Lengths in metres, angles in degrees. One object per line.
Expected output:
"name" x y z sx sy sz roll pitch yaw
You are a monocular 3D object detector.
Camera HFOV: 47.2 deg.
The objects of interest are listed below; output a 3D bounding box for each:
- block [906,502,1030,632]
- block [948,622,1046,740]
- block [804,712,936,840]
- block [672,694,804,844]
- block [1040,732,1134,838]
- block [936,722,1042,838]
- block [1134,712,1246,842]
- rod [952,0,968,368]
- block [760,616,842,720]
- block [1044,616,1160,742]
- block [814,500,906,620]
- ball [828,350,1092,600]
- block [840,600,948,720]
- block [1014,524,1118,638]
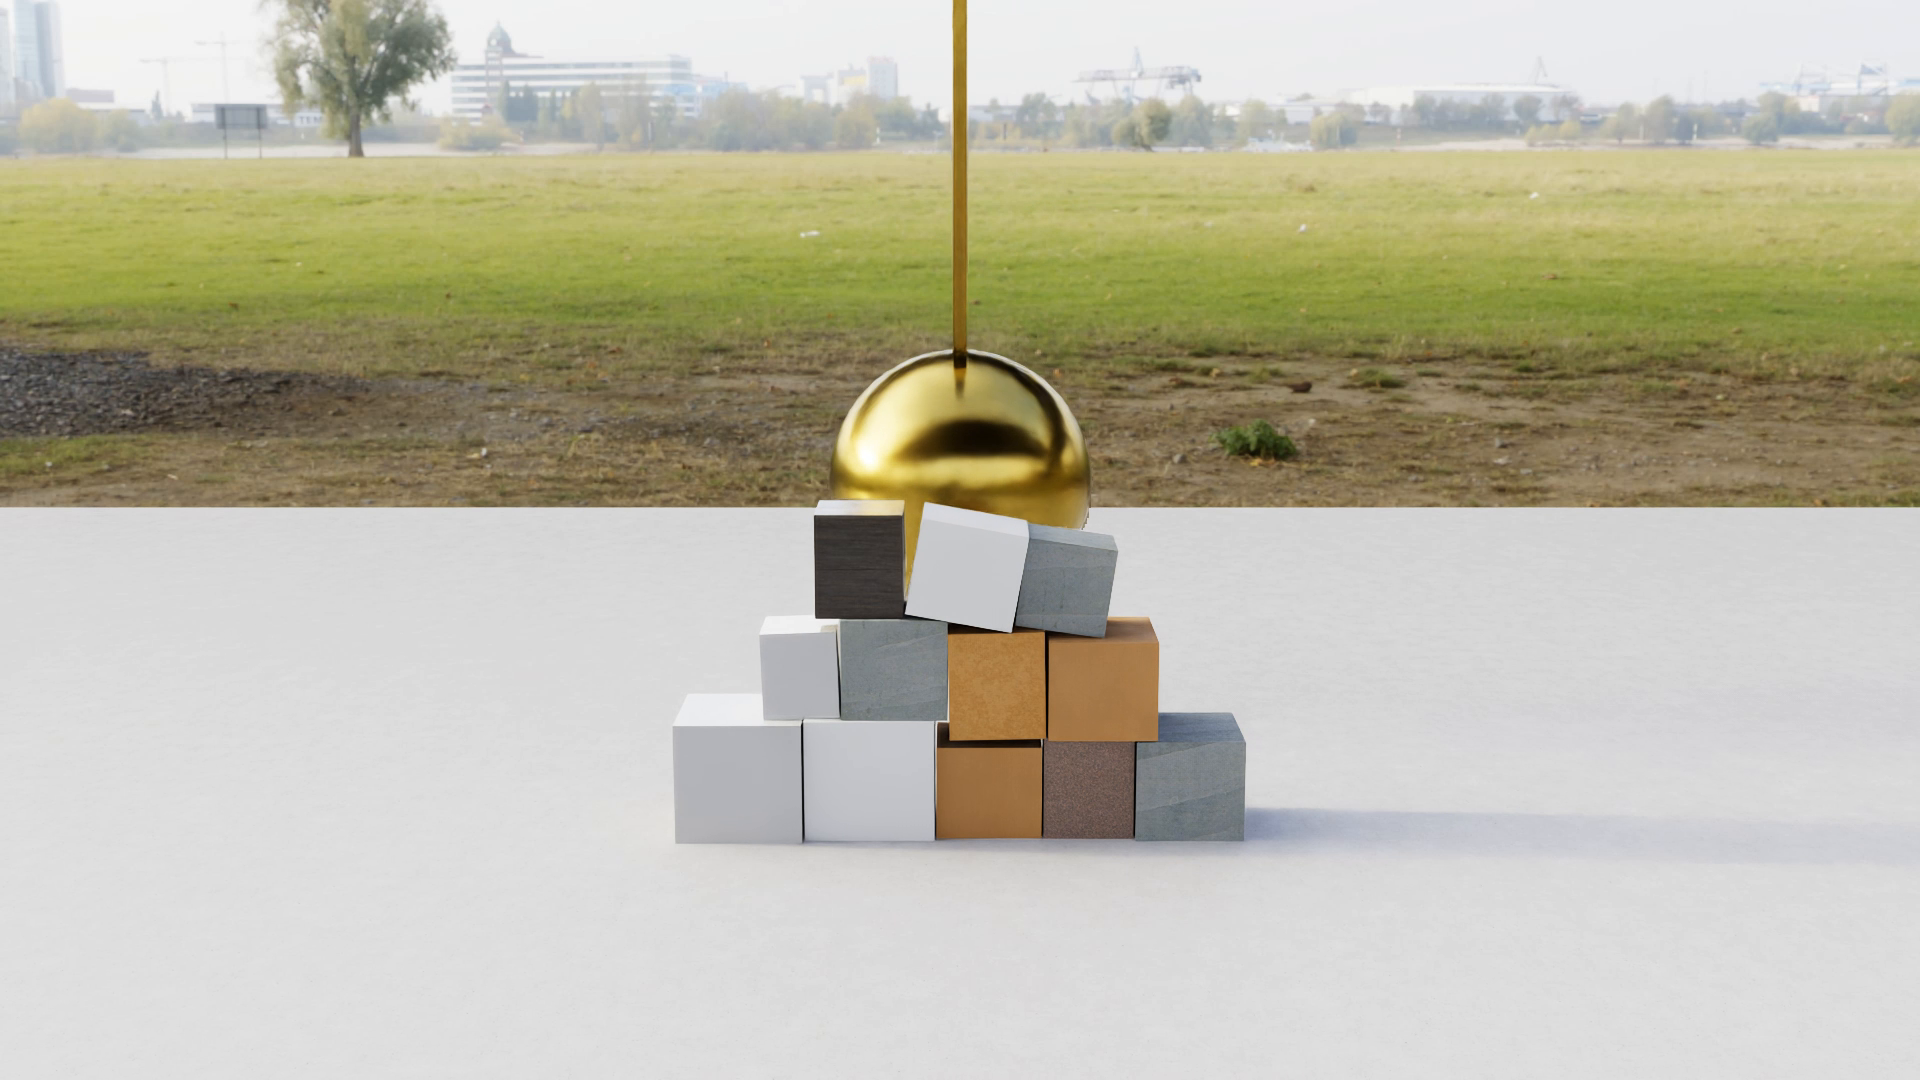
"block" 0.037 0.133 11.190 0.540 0.493 0.502 10 10 -1
"block" 0.186 0.690 11.308 0.487 0.547 0.533 -1 10 0
"block" -0.459 1.170 11.398 0.658 0.621 0.588 0 10 0
"block" -1.119 1.175 11.387 0.643 0.614 0.650 0 10 0
"block" 0.654 1.214 11.409 0.457 0.530 0.522 0 10 0
"block" 0.148 1.241 11.409 0.535 0.476 0.504 0 10 0
"block" 1.166 1.221 11.403 0.549 0.519 0.594 0 10 0
"rod" 0.000 -3.224 11.605 0.080 5.200 0.080 0 33 0
"block" -0.809 0.649 11.281 0.385 0.446 0.420 -2 10 0
"block" 0.719 0.707 11.306 0.549 0.505 0.623 0 10 0
"block" -0.507 0.096 11.215 0.442 0.530 0.447 0 10 0
"ball" 0.000 -0.366 13.446 1.600 1.600 1.600 0 10 0
"block" -0.331 0.613 11.288 0.535 0.513 0.509 0 10 0
"block" 0.536 0.203 11.234 0.454 0.452 0.436 8 10 -1
